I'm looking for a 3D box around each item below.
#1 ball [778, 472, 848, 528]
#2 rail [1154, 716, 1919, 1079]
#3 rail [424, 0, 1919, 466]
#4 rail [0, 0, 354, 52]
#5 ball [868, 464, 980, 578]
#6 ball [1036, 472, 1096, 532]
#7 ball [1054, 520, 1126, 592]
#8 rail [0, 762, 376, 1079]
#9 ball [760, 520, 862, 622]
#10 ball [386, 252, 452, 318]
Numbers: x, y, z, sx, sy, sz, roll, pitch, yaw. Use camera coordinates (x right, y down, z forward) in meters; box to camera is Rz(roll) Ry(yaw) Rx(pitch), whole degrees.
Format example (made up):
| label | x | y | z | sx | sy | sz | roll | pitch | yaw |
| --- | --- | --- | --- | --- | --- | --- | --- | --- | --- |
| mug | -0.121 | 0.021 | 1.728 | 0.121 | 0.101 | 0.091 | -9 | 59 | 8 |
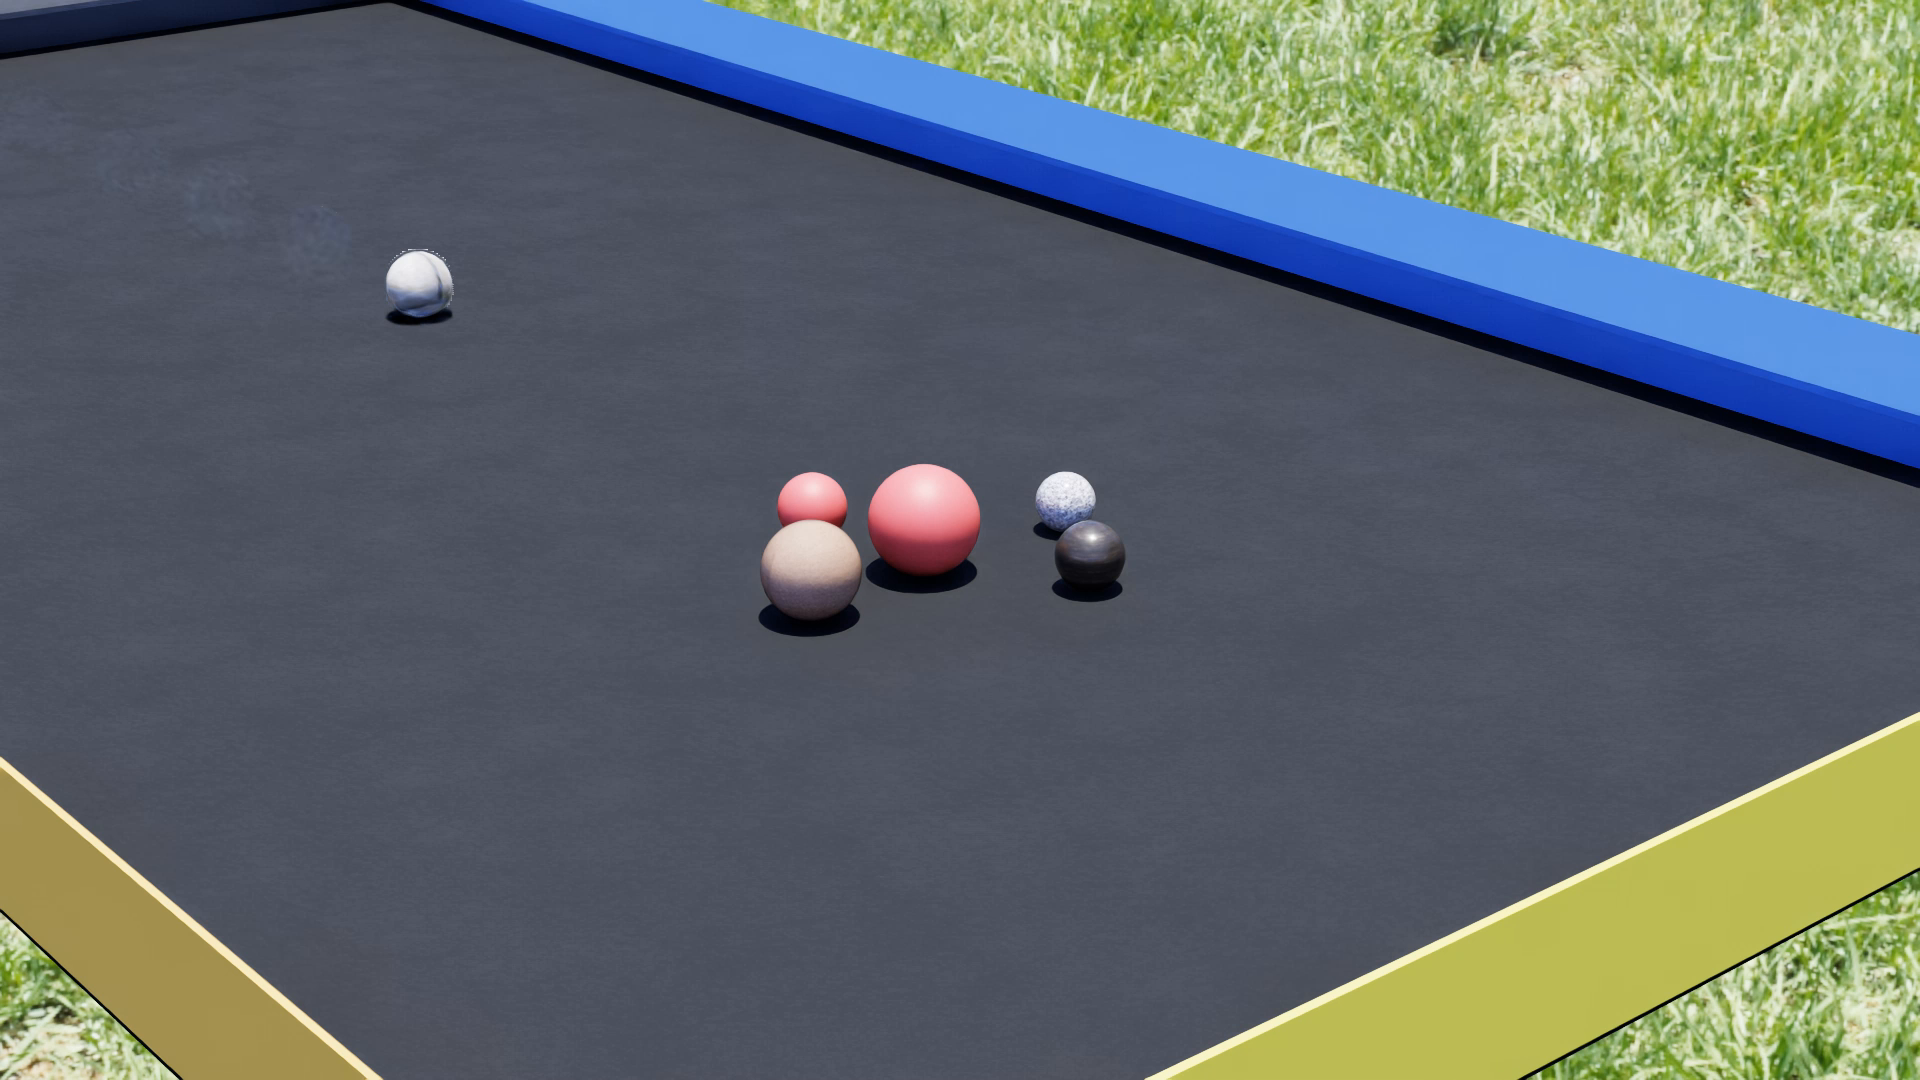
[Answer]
| label | x | y | z | sx | sy | sz | roll | pitch | yaw |
| --- | --- | --- | --- | --- | --- | --- | --- | --- | --- |
| ball | -0.128 | -0.028 | 2.554 | 0.061 | 0.061 | 0.061 | 0 | 22 | 0 |
| rail | 0.504 | 0.203 | 1.897 | 1.712 | 0.124 | 0.045 | -17 | 28 | -36 |
| rail | 0.122 | -0.460 | 3.535 | 0.045 | 0.124 | 3.258 | -17 | 28 | -36 |
| rail | -1.543 | -0.725 | 4.189 | 1.712 | 0.124 | 0.045 | -17 | 28 | -36 |
| ball | -0.030 | -0.016 | 2.479 | 0.095 | 0.095 | 0.095 | 0 | 22 | 0 |
| ball | 0.093 | -0.033 | 2.577 | 0.054 | 0.054 | 0.054 | 0 | 22 | 0 |
| ball | 0.108 | 0.013 | 2.454 | 0.059 | 0.059 | 0.059 | 0 | 22 | 0 |
| rail | -1.161 | -0.062 | 2.551 | 0.045 | 0.124 | 3.258 | -17 | 28 | -36 |
| ball | -0.121 | 0.025 | 2.394 | 0.083 | 0.083 | 0.083 | 0 | 22 | 0 |
| ball | -0.579 | -0.273 | 3.146 | 0.071 | 0.071 | 0.071 | 0 | 22 | 0 |
